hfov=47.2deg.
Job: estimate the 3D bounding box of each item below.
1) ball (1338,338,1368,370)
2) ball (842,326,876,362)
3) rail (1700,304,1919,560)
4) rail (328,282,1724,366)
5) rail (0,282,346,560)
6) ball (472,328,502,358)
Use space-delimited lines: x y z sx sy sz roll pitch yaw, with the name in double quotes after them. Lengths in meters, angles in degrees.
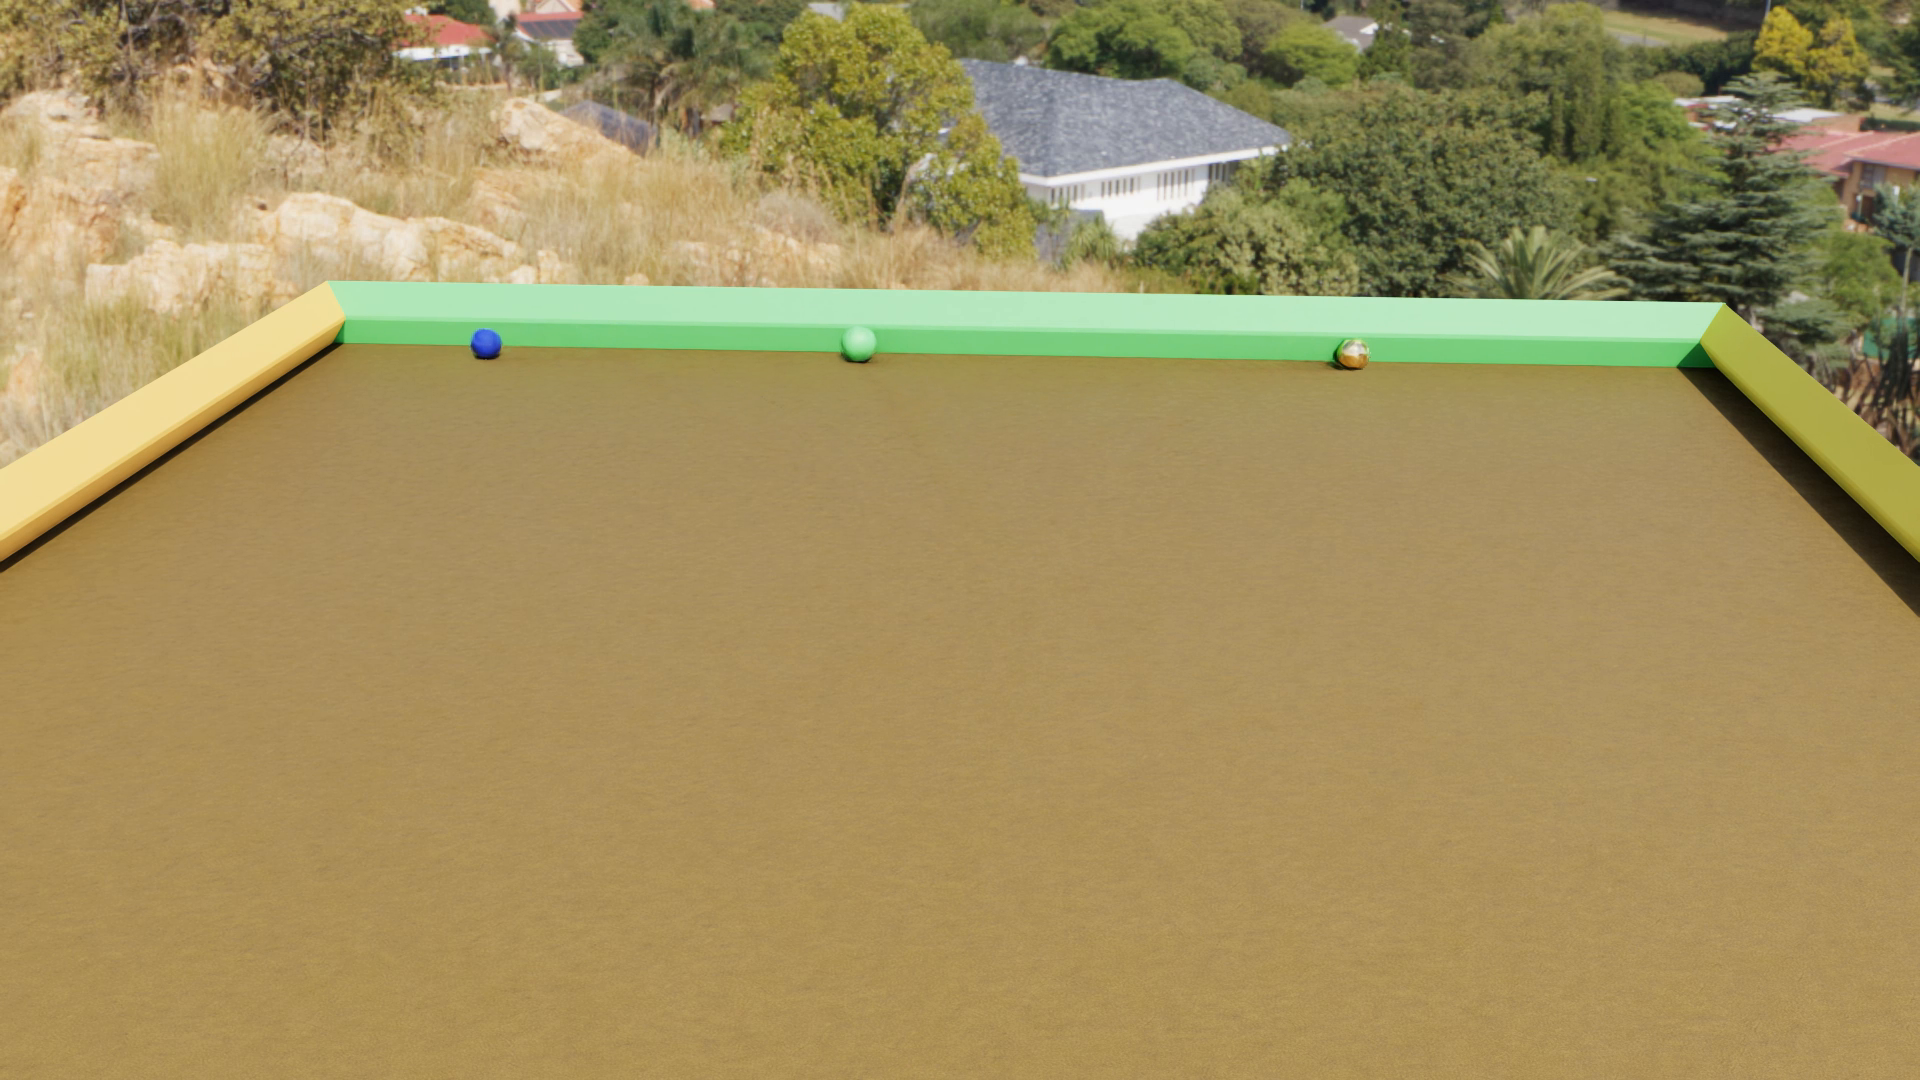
0.667 -0.316 3.735 0.052 0.052 0.052 0 18 0 "ball"
-0.174 -0.338 3.784 0.062 0.062 0.062 0 18 0 "ball"
1.099 0.351 1.623 0.045 0.111 4.465 1 18 4 "rail"
0.083 -0.370 3.800 2.422 0.111 0.045 1 18 4 "rail"
-1.269 0.294 1.796 0.045 0.111 4.465 1 18 4 "rail"
-0.820 -0.341 3.808 0.052 0.052 0.052 0 18 0 "ball"
